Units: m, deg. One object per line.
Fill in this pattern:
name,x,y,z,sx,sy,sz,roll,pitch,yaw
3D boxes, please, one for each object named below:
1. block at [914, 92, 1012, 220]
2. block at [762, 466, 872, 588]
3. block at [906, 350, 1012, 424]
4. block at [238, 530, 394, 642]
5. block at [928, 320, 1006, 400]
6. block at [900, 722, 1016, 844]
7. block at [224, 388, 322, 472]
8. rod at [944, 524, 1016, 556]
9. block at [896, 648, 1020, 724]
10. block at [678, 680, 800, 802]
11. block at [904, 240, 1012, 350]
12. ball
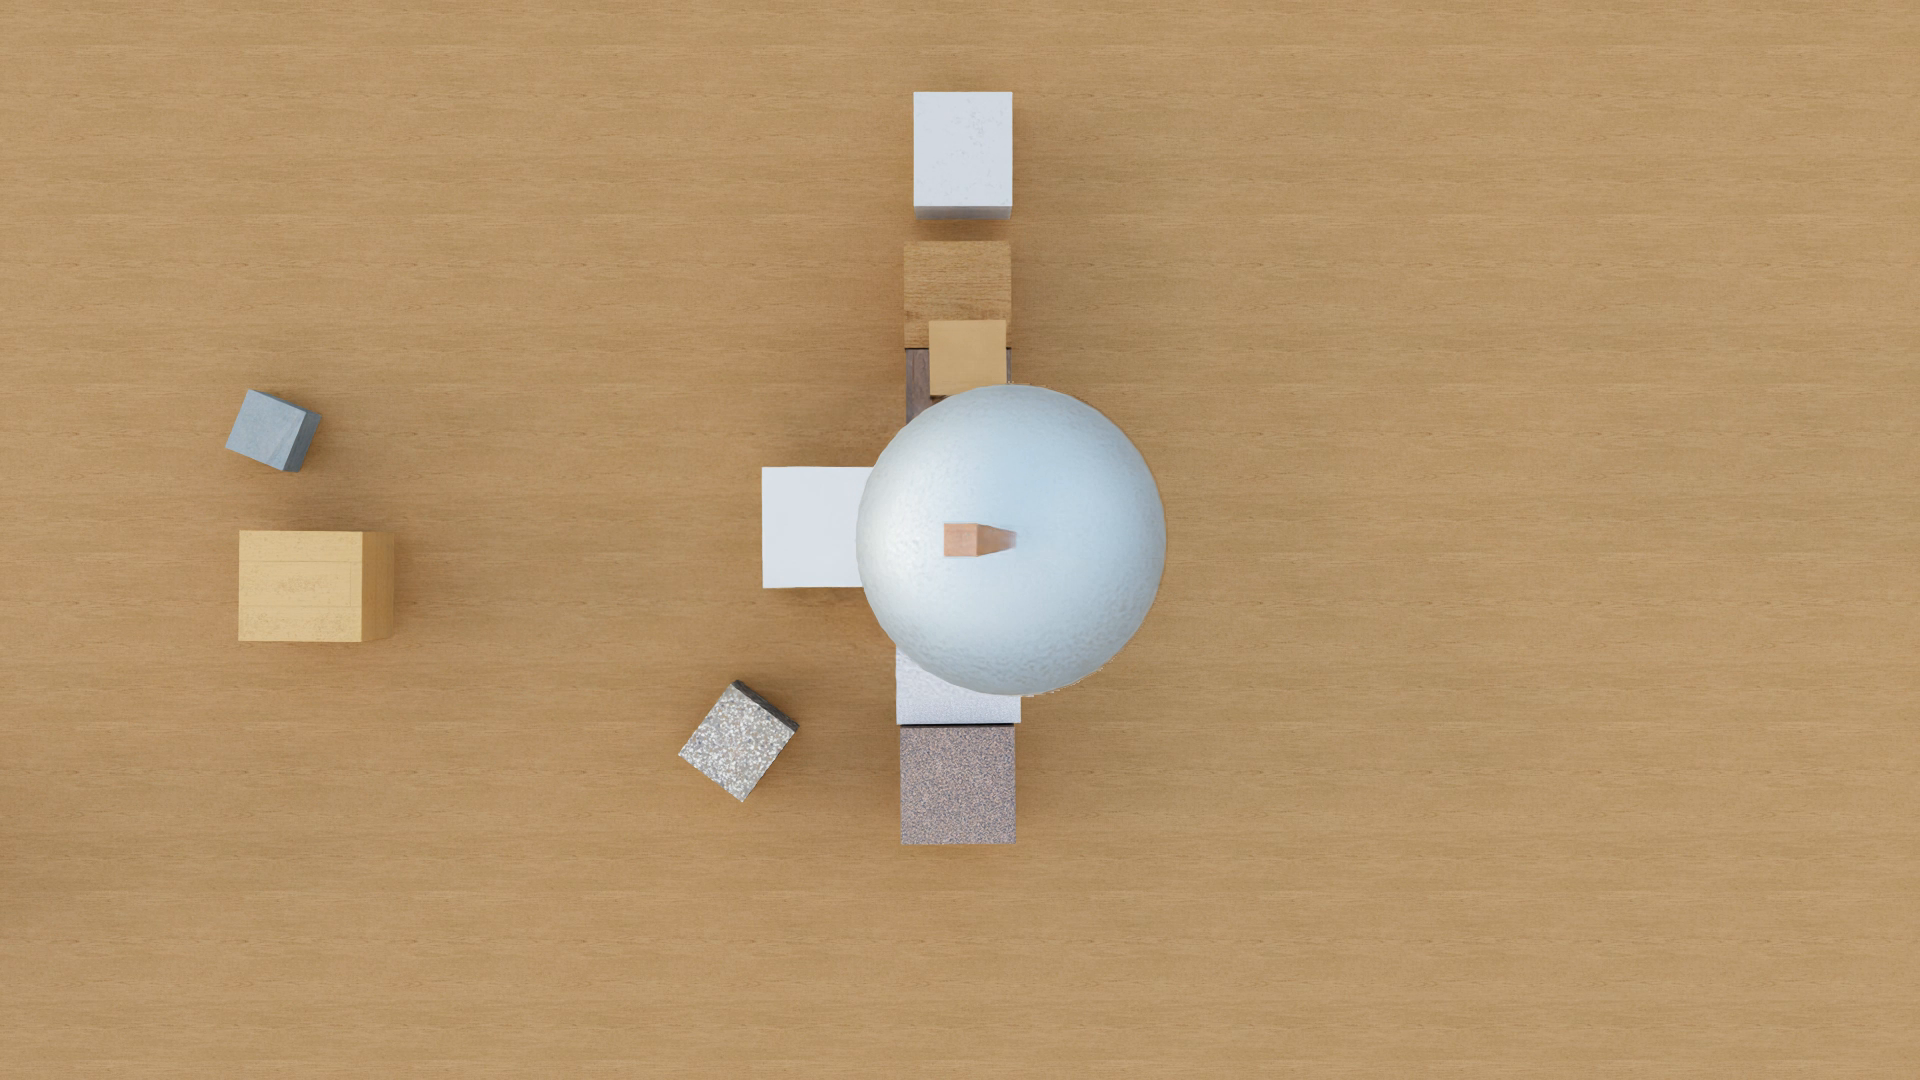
block,0.017,-2.218,12.735,0.557,0.531,0.646,0,90,0
block,-0.747,-0.073,12.695,0.733,0.609,0.680,-1,90,0
block,-0.008,-0.759,12.709,0.595,0.582,0.633,0,90,0
block,-3.692,0.259,12.653,0.687,0.694,0.617,1,90,0
block,0.045,-0.994,12.204,0.418,0.424,0.408,-1,90,1
block,-0.011,1.371,12.630,0.640,0.740,0.648,-1,90,0
block,-4.006,-0.636,12.843,0.358,0.315,0.364,22,90,0
rod,0.112,0.000,7.876,0.080,5.200,0.080,0,90,2
block,-0.012,0.648,12.695,0.699,0.611,0.771,-1,90,0
block,-1.277,1.161,12.781,0.459,0.437,0.501,37,90,0
block,-0.014,-1.391,12.728,0.607,0.544,0.603,0,90,0
ball,0.260,0.000,11.273,1.600,1.600,1.600,0,90,0
